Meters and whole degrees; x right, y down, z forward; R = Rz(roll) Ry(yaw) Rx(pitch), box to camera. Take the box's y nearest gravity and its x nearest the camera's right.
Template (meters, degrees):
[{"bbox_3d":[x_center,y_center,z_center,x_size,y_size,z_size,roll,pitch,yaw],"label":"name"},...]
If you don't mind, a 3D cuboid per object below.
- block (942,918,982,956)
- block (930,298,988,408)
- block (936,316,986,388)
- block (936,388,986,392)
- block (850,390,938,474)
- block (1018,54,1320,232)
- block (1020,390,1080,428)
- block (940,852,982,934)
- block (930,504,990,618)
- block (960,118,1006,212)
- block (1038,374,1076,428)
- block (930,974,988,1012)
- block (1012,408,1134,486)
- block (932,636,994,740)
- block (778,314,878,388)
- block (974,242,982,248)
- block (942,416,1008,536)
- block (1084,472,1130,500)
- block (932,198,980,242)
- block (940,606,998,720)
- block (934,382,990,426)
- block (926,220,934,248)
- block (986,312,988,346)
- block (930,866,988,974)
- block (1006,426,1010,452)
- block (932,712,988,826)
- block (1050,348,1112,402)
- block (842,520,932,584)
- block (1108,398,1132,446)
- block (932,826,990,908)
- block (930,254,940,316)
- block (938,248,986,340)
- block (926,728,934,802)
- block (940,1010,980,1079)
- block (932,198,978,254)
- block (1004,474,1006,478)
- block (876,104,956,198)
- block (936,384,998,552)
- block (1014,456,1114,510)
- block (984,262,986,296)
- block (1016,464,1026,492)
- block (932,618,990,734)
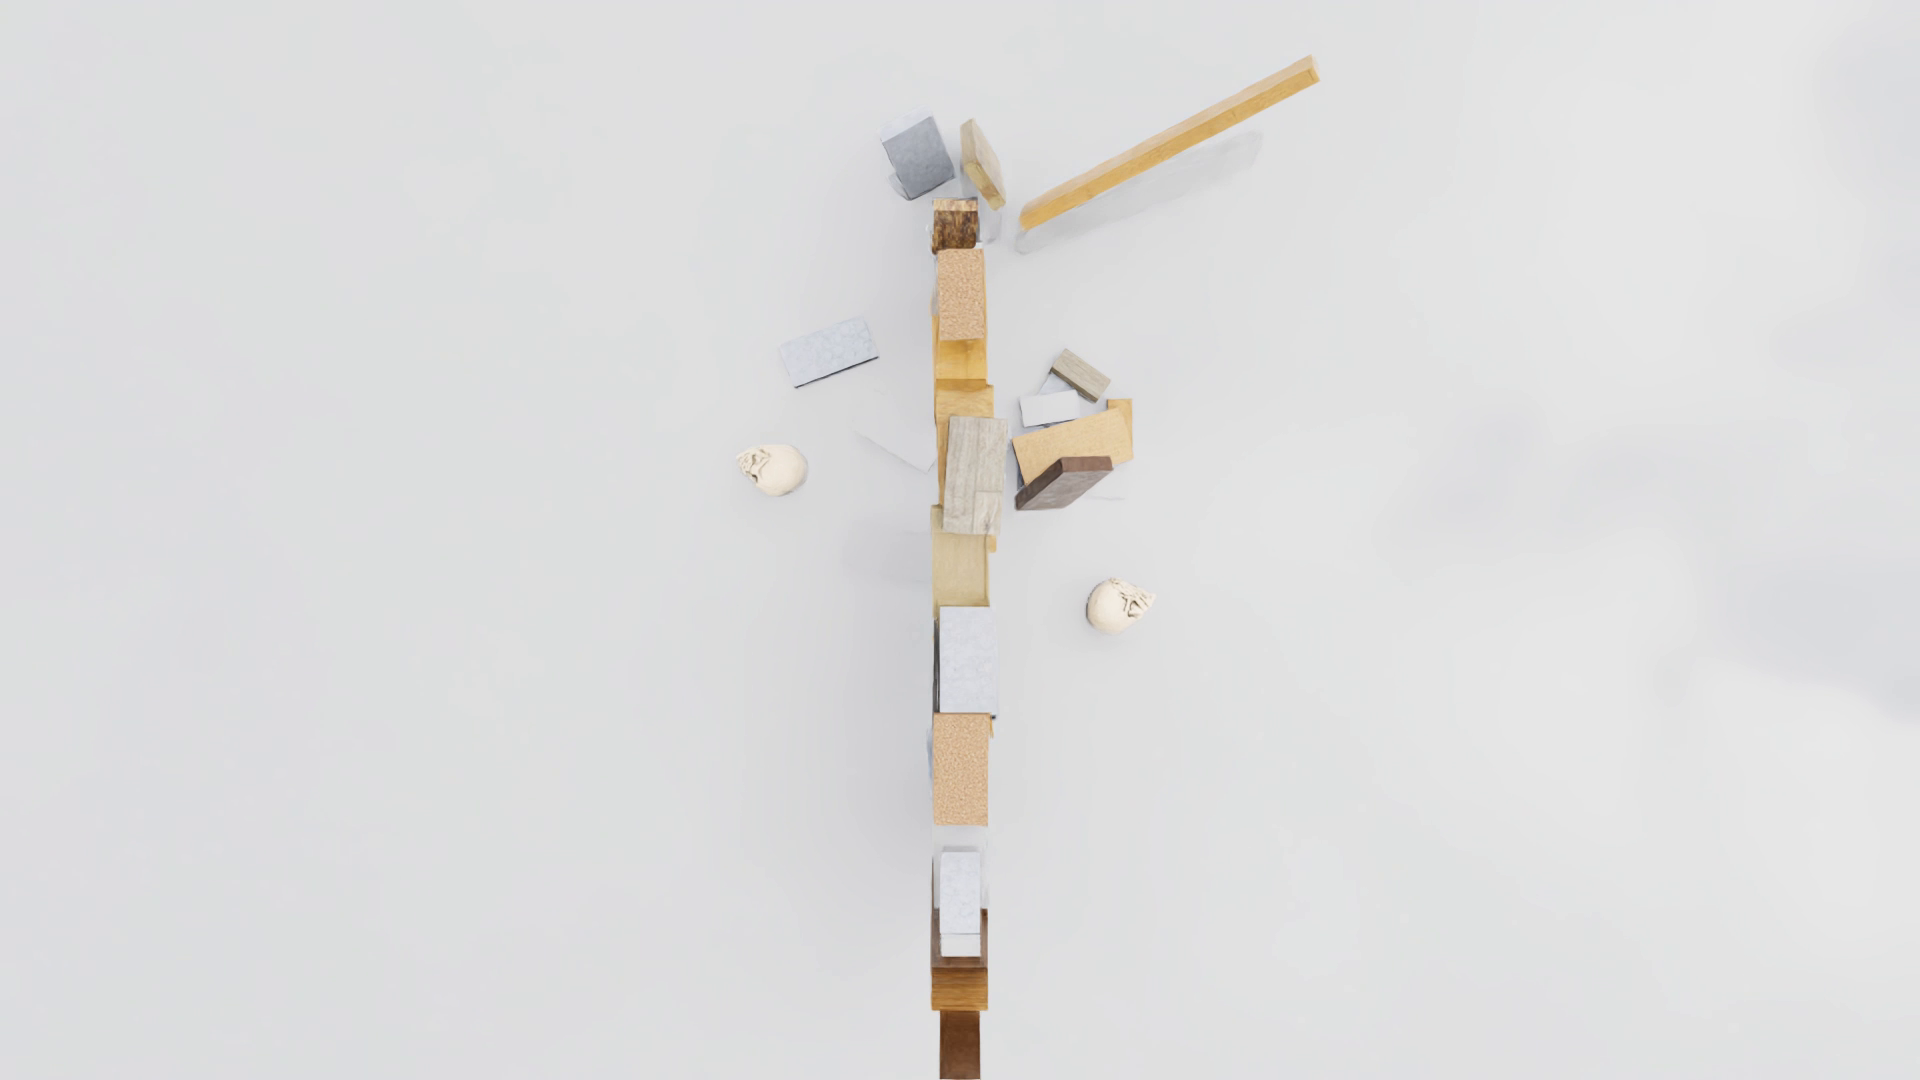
[{"bbox_3d":[0.003,1.057,4.649,0.111,0.031,0.222,-1,82,3],"label":"block"},{"bbox_3d":[-0.001,-0.585,5.133,0.170,0.048,0.340,-2,90,0],"label":"block"},{"bbox_3d":[0.004,-0.561,4.676,0.140,0.040,0.279,0,62,0],"label":"block"},{"bbox_3d":[0.004,-0.515,4.769,0.139,0.279,0.040,0,123,0],"label":"block"},{"bbox_3d":[-0.200,-0.360,5.479,0.297,0.042,0.148,32,90,0],"label":"block"},{"bbox_3d":[0.642,-1.235,5.159,1.011,0.177,0.050,-24,111,21],"label":"block"},{"bbox_3d":[0.298,-0.435,5.460,0.188,0.027,0.094,-9,90,0],"label":"block"},{"bbox_3d":[0.001,0.988,4.620,0.111,0.031,0.222,0,73,3],"label":"block"},{"bbox_3d":[0.000,0.061,4.793,0.166,0.047,0.331,-1,105,-4],"label":"block"},{"bbox_3d":[0.073,-1.208,5.305,0.050,0.354,0.177,-29,121,16],"label":"block"},{"bbox_3d":[0.308,-0.475,5.487,0.094,0.027,0.188,33,90,0],"label":"block"},{"bbox_3d":[-0.002,1.074,5.074,0.162,0.958,0.046,0,120,0],"label":"block"},{"bbox_3d":[0.373,-0.301,5.450,0.370,0.050,0.177,-16,91,0],"label":"block"},{"bbox_3d":[0.009,0.431,4.815,0.155,0.044,0.310,-4,73,-2],"label":"block"},{"bbox_3d":[-0.436,-0.627,5.479,0.297,0.042,0.149,-21,90,0],"label":"block"},{"bbox_3d":[-0.001,-0.758,4.851,0.119,0.034,0.239,3,81,1],"label":"block"},{"bbox_3d":[0.041,-0.184,4.696,0.166,0.047,0.331,3,96,-5],"label":"block"},{"bbox_3d":[0.427,-0.192,5.489,0.265,0.023,0.081,7,90,0],"label":"block"},{"bbox_3d":[-0.005,-0.931,5.197,0.141,0.040,0.282,-5,90,0],"label":"block"},{"bbox_3d":[0.024,0.351,4.721,0.163,0.046,0.327,1,67,-2],"label":"block"},{"bbox_3d":[0.004,-0.437,5.329,0.170,0.340,0.048,3,77,0],"label":"block"},{"bbox_3d":[-0.035,-1.009,5.359,0.141,0.282,0.040,-27,88,0],"label":"block"},{"bbox_3d":[0.003,-0.657,5.328,0.170,0.340,0.048,0,80,0],"label":"block"},{"bbox_3d":[-0.003,1.086,4.748,0.162,0.046,0.323,0,52,0],"label":"block"},{"bbox_3d":[0.086,-0.334,5.473,0.162,0.023,0.081,0,77,-5],"label":"block"},{"bbox_3d":[0.003,0.639,4.607,0.155,0.044,0.310,0,93,1],"label":"block"},{"bbox_3d":[0.400,-0.545,5.466,0.188,0.027,0.094,35,62,0],"label":"block"},{"bbox_3d":[-0.229,0.038,5.479,0.297,0.042,0.149,13,90,0],"label":"block"},{"bbox_3d":[0.532,-0.388,5.489,0.081,0.023,0.162,-1,90,0],"label":"block"},{"bbox_3d":[0.002,0.891,4.703,0.155,0.044,0.310,-1,93,6],"label":"block"},{"bbox_3d":[-0.014,-0.726,4.699,0.123,0.247,0.035,3,134,1],"label":"block"},{"bbox_3d":[0.005,-0.679,4.565,0.123,0.035,0.247,0,97,10],"label":"block"},{"bbox_3d":[-0.008,0.693,4.842,0.163,0.429,0.046,-1,48,1],"label":"block"},{"bbox_3d":[-0.001,1.284,4.847,0.111,1.051,0.031,0,111,0],"label":"block"},{"bbox_3d":[-0.015,-0.895,4.727,0.123,0.247,0.035,2,70,-2],"label":"block"},{"bbox_3d":[0.091,-0.222,5.492,0.117,0.017,0.059,30,90,0],"label":"block"},{"bbox_3d":[-0.137,-1.250,5.323,0.177,0.354,0.050,-29,68,2],"label":"block"},{"bbox_3d":[0.019,-0.201,4.770,0.166,0.047,0.491,-2,107,-4],"label":"block"},{"bbox_3d":[0.331,-0.181,5.302,0.177,0.355,0.050,-3,73,-24],"label":"block"},{"bbox_3d":[0.004,-0.669,4.778,0.140,0.040,0.279,0,72,0],"label":"block"},{"bbox_3d":[0.220,-0.198,5.492,0.059,0.017,0.117,-2,90,0],"label":"block"},{"bbox_3d":[0.004,0.393,4.779,0.163,0.046,0.327,1,73,-1],"label":"block"}]
